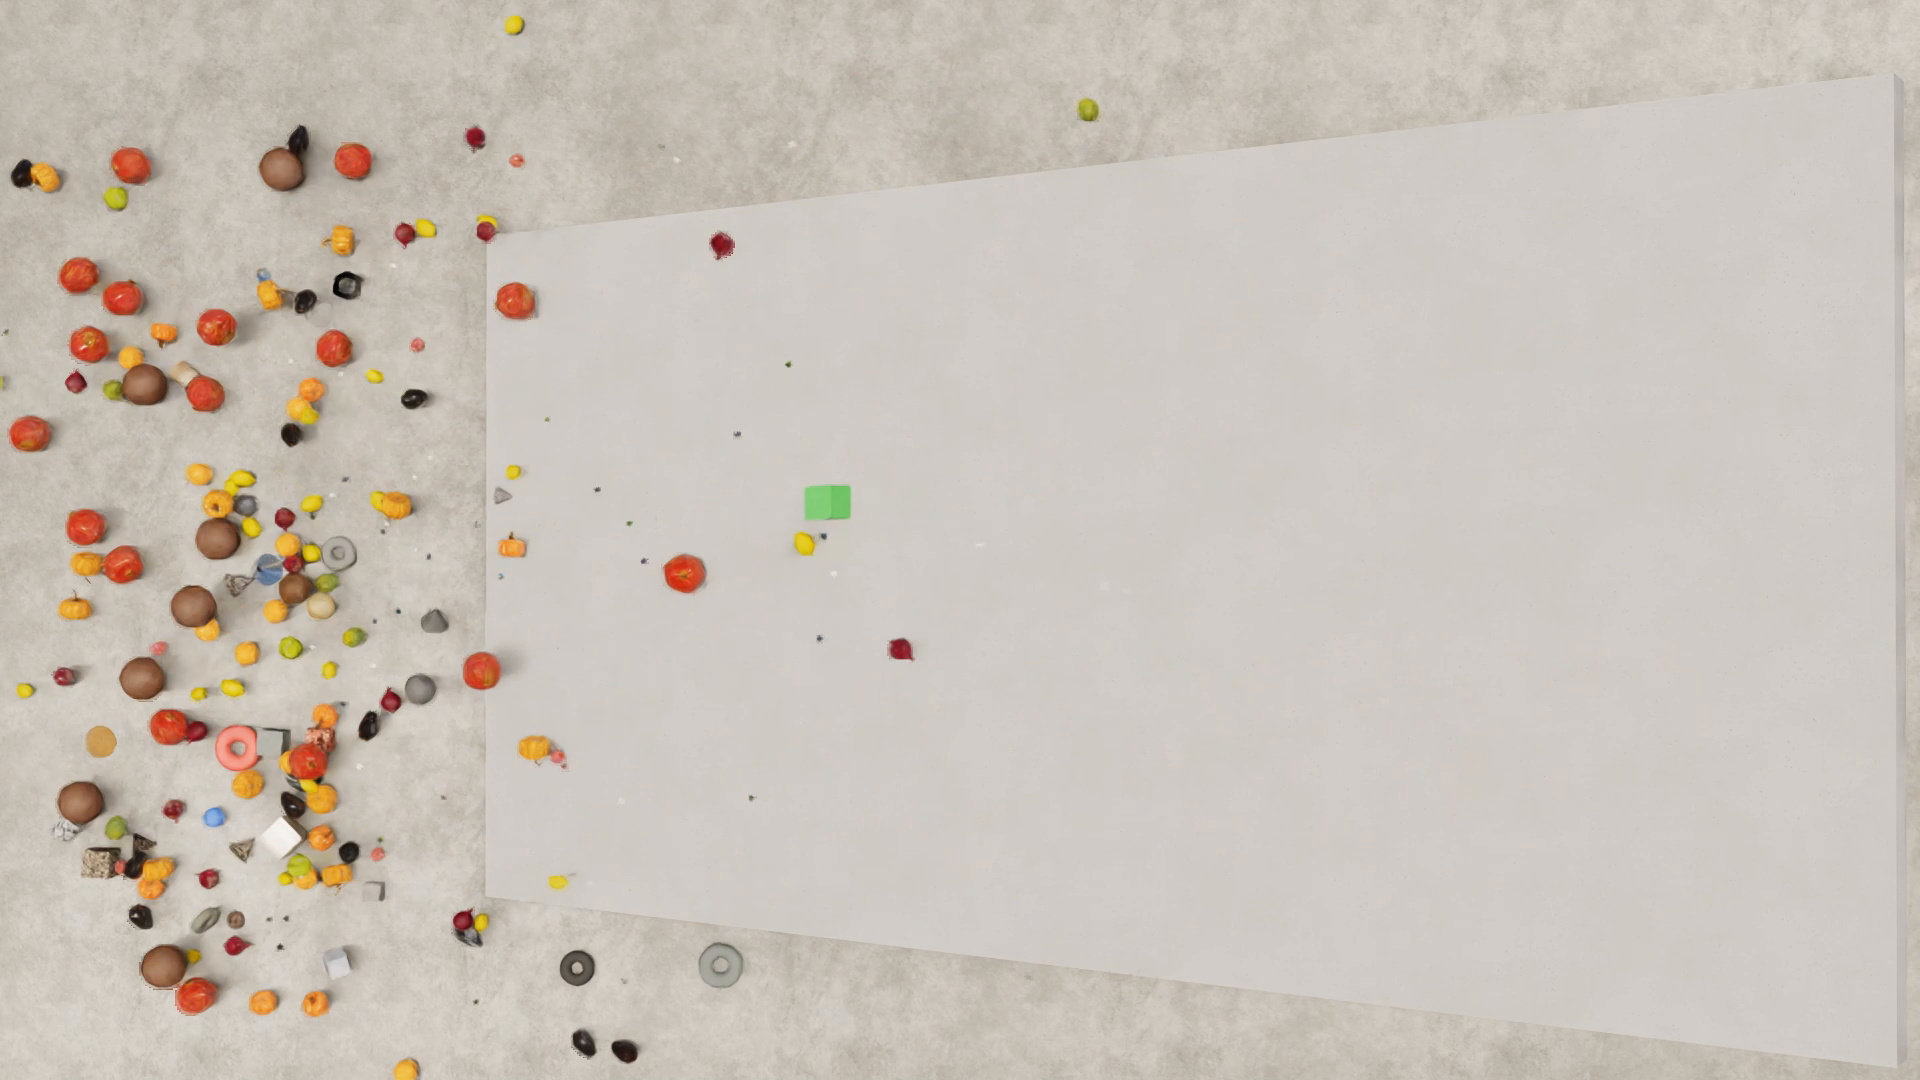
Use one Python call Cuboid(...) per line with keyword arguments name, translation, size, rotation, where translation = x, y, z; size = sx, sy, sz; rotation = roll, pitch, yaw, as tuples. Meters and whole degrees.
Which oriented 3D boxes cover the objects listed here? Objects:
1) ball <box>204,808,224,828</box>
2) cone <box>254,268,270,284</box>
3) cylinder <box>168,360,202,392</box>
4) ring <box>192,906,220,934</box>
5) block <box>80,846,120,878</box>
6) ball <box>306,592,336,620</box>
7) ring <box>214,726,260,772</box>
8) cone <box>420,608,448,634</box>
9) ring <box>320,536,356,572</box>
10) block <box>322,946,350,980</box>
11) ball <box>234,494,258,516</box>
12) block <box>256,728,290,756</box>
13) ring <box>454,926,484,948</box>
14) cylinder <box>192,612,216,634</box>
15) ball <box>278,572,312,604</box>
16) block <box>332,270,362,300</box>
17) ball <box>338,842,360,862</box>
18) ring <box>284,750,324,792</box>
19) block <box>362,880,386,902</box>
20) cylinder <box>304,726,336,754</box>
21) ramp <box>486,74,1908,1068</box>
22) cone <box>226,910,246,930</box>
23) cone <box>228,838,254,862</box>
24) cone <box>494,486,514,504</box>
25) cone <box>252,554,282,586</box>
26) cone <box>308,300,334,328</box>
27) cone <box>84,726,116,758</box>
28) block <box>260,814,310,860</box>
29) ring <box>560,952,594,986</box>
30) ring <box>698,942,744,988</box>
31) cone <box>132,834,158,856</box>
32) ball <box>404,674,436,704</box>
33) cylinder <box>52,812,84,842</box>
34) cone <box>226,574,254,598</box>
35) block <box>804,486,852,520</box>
Cuboid(name="ball", translation=(-2.273, 0.847, 6.703), size=(0.062, 0.062, 0.062), rotation=(0, 90, 0))
Cuboid(name="cone", translation=(-2.140, -0.811, 6.723), size=(0.050, 0.050, 0.050), rotation=(0, 90, 0))
Cuboid(name="cylinder", translation=(-2.363, -0.501, 6.711), size=(0.068, 0.068, 0.068), rotation=(42, 90, 1))
Cuboid(name="ring", translation=(-2.292, 1.155, 6.684), size=(0.032, 0.097, 0.097), rotation=(42, 90, 14))
Cuboid(name="block", translation=(-2.615, 0.982, 6.692), size=(0.082, 0.082, 0.082), rotation=(4, 90, 0))
Cuboid(name="ball", translation=(-1.910, 0.197, 6.576), size=(0.084, 0.084, 0.084), rotation=(0, 90, 0))
Cuboid(name="ring", translation=(-2.203, 0.636, 6.713), size=(0.143, 0.048, 0.143), rotation=(0, 90, -1))
Cuboid(name="cone", translation=(-1.592, 0.228, 6.672), size=(0.083, 0.083, 0.083), rotation=(9, 50, -10))
Cuboid(name="ring", translation=(-1.901, 0.042, 6.723), size=(0.109, 0.036, 0.109), rotation=(0, 93, 2))
Cuboid(name="block", translation=(-1.893, 1.285, 6.675), size=(0.062, 0.062, 0.062), rotation=(-18, 115, -24))
Cuboid(name="ball", translation=(-2.176, -0.105, 6.707), size=(0.069, 0.069, 0.069), rotation=(0, 90, 0))
Cuboid(name="block", translation=(-2.092, 0.616, 6.698), size=(0.076, 0.076, 0.076), rotation=(4, 90, 0))
Cuboid(name="ring", translation=(-1.493, 1.206, 6.684), size=(0.102, 0.102, 0.034), rotation=(25, 62, 0))
Cuboid(name="cylinder", translation=(-2.309, 0.254, 6.712), size=(0.052, 0.052, 0.052), rotation=(27, 89, 0))
Cuboid(name="ball", translation=(-2.021, 0.148, 6.684), size=(0.097, 0.097, 0.097), rotation=(0, 90, 0))
Cuboid(name="block", translation=(-1.867, -0.775, 6.702), size=(0.058, 0.058, 0.058), rotation=(24, 121, 13))
Cuboid(name="ball", translation=(-1.861, 0.952, 6.702), size=(0.063, 0.063, 0.063), rotation=(0, 90, 0))
Cuboid(name="ring", translation=(-2.002, 0.703, 6.712), size=(0.126, 0.042, 0.126), rotation=(0, 89, 6))
Cuboid(name="block", translation=(-1.788, 1.072, 6.705), size=(0.054, 0.054, 0.054), rotation=(5, 90, 0))
Cuboid(name="cylinder", translation=(-1.949, 0.608, 6.700), size=(0.072, 0.072, 0.072), rotation=(17, 89, -26))
Cuboid(name="ramp", translation=(0.251, 0.069, 5.580), size=(4.000, 0.100, 2.000), rotation=(0, 89, 34))
Cuboid(name="cone", translation=(-2.217, 1.163, 6.702), size=(0.058, 0.058, 0.058), rotation=(0, 90, 0))
Cuboid(name="cone", translation=(-2.179, 0.933, 6.715), size=(0.074, 0.074, 0.074), rotation=(44, 65, 0))
Cuboid(name="cone", translation=(-1.362, -0.131, 6.595), size=(0.055, 0.055, 0.055), rotation=(6, 90, 7))
Cuboid(name="cone", translation=(-2.124, 0.090, 6.692), size=(0.097, 0.097, 0.097), rotation=(0, 90, 0))
Cuboid(name="cone", translation=(-1.962, -0.694, 6.706), size=(0.082, 0.082, 0.082), rotation=(0, 90, 0))
Cuboid(name="cone", translation=(-2.634, 0.618, 6.687), size=(0.098, 0.098, 0.098), rotation=(0, 90, 0))
Cuboid(name="block", translation=(-2.053, 0.902, 6.688), size=(0.092, 0.092, 0.092), rotation=(-44, 90, 0))
Cuboid(name="ring", translation=(-1.168, 1.308, 6.713), size=(0.108, 0.036, 0.108), rotation=(0, 91, 1))
Cuboid(name="ring", translation=(-0.730, 1.298, 6.707), size=(0.139, 0.046, 0.139), rotation=(0, 89, 4))
Cuboid(name="cone", translation=(-2.487, 0.928, 6.718), size=(0.070, 0.070, 0.070), rotation=(1, 89, -27))
Cuboid(name="ball", translation=(-1.642, 0.455, 6.690), size=(0.095, 0.095, 0.095), rotation=(0, 90, 0))
Cuboid(name="cylinder", translation=(-2.718, 0.873, 6.698), size=(0.065, 0.065, 0.065), rotation=(-44, 90, 5))
Cuboid(name="cone", translation=(-2.186, 0.129, 6.706), size=(0.079, 0.079, 0.079), rotation=(-19, 90, -5))
Cuboid(name="block", translation=(-0.353, -0.099, 5.876), size=(0.087, 0.087, 0.087), rotation=(-2, 88, 34))
